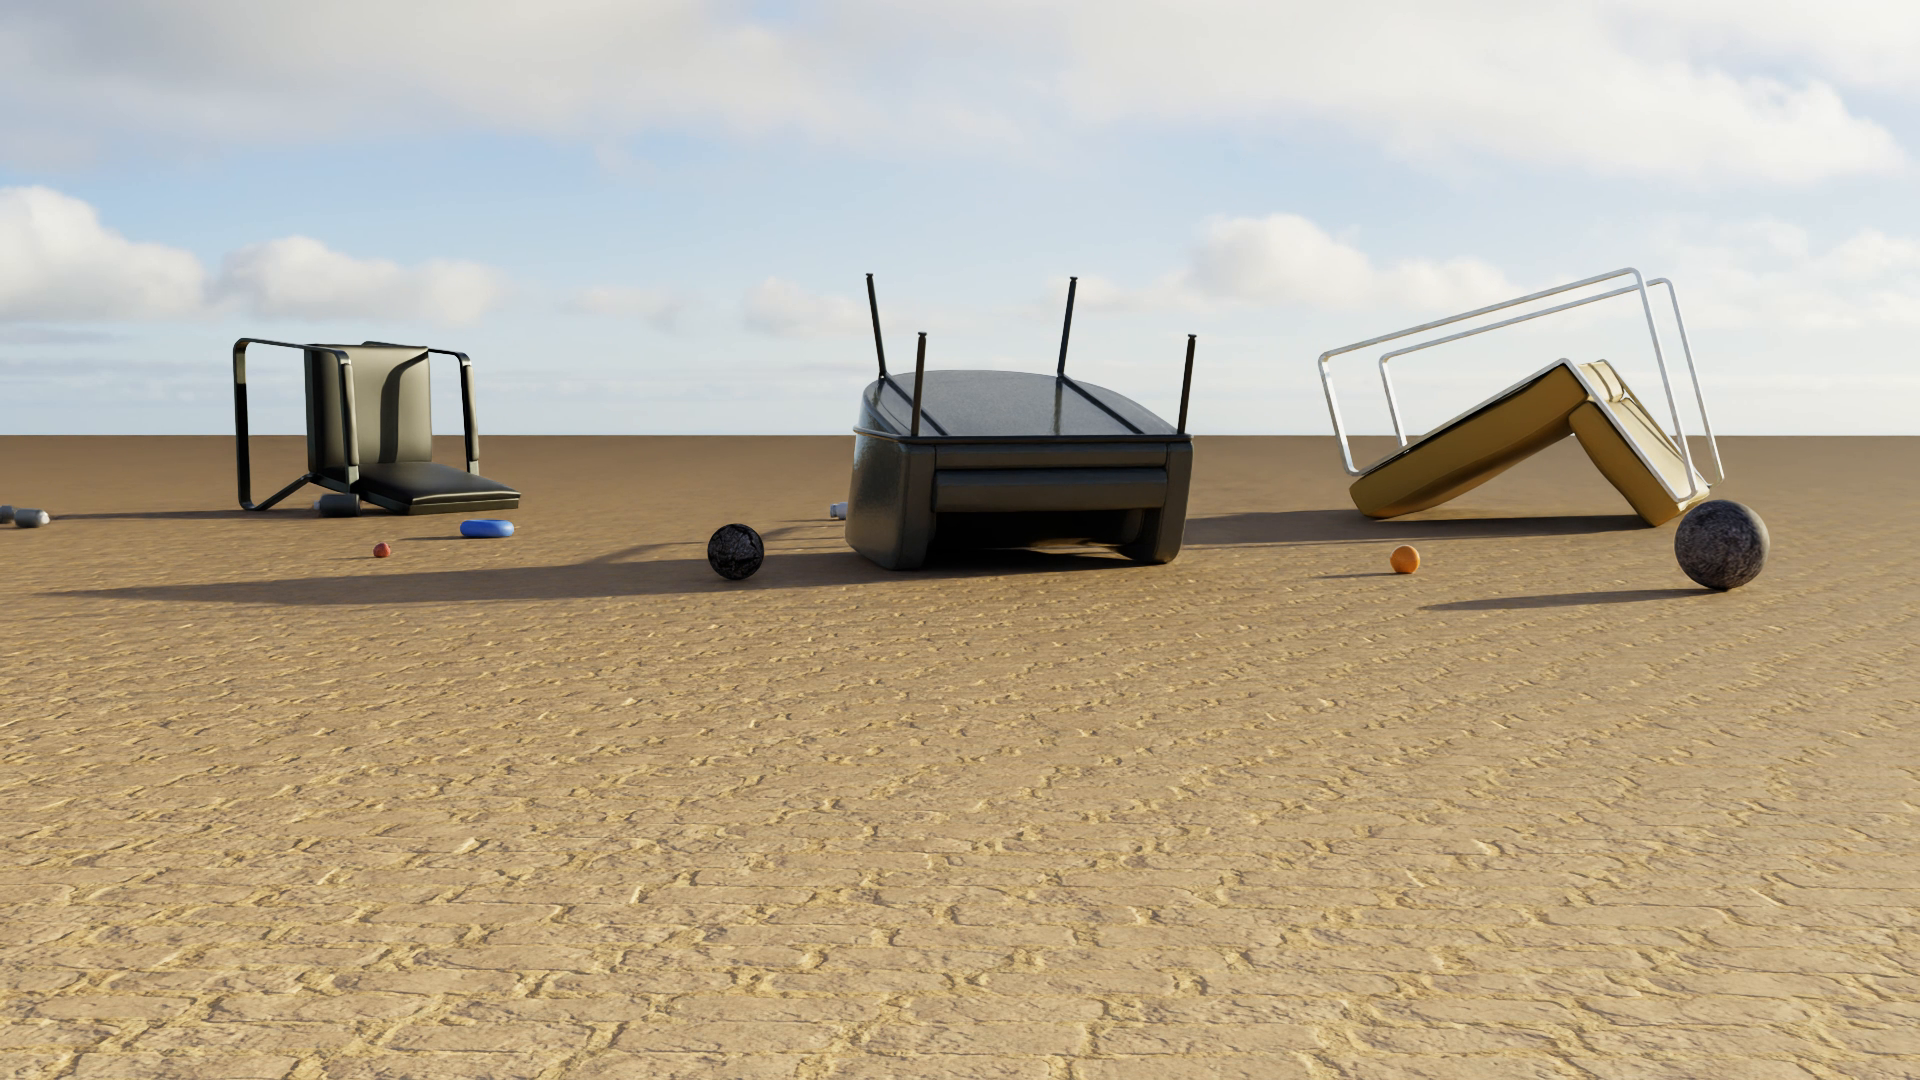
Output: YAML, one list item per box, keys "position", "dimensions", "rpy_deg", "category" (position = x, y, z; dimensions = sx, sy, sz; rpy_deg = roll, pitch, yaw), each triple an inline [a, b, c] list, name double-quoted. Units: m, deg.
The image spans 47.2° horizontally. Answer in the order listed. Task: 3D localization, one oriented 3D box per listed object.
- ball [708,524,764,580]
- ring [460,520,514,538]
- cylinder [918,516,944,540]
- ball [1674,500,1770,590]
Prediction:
- position: [-0.527, 0.027, 5.172]
  dimensions: [0.133, 0.133, 0.133]
  rpy_deg: [0, 4, 0]
  category: "ball"
- position: [-1.439, -0.034, 6.688]
  dimensions: [0.165, 0.051, 0.157]
  rpy_deg: [3, 4, 28]
  category: "ring"
- position: [-0.086, -0.028, 6.555]
  dimensions: [0.071, 0.053, 0.103]
  rpy_deg: [-28, 14, 15]
  category: "cylinder"
- position: [1.704, 0.010, 4.918]
  dimensions: [0.203, 0.203, 0.203]
  rpy_deg: [0, 4, 0]
  category: "ball"
